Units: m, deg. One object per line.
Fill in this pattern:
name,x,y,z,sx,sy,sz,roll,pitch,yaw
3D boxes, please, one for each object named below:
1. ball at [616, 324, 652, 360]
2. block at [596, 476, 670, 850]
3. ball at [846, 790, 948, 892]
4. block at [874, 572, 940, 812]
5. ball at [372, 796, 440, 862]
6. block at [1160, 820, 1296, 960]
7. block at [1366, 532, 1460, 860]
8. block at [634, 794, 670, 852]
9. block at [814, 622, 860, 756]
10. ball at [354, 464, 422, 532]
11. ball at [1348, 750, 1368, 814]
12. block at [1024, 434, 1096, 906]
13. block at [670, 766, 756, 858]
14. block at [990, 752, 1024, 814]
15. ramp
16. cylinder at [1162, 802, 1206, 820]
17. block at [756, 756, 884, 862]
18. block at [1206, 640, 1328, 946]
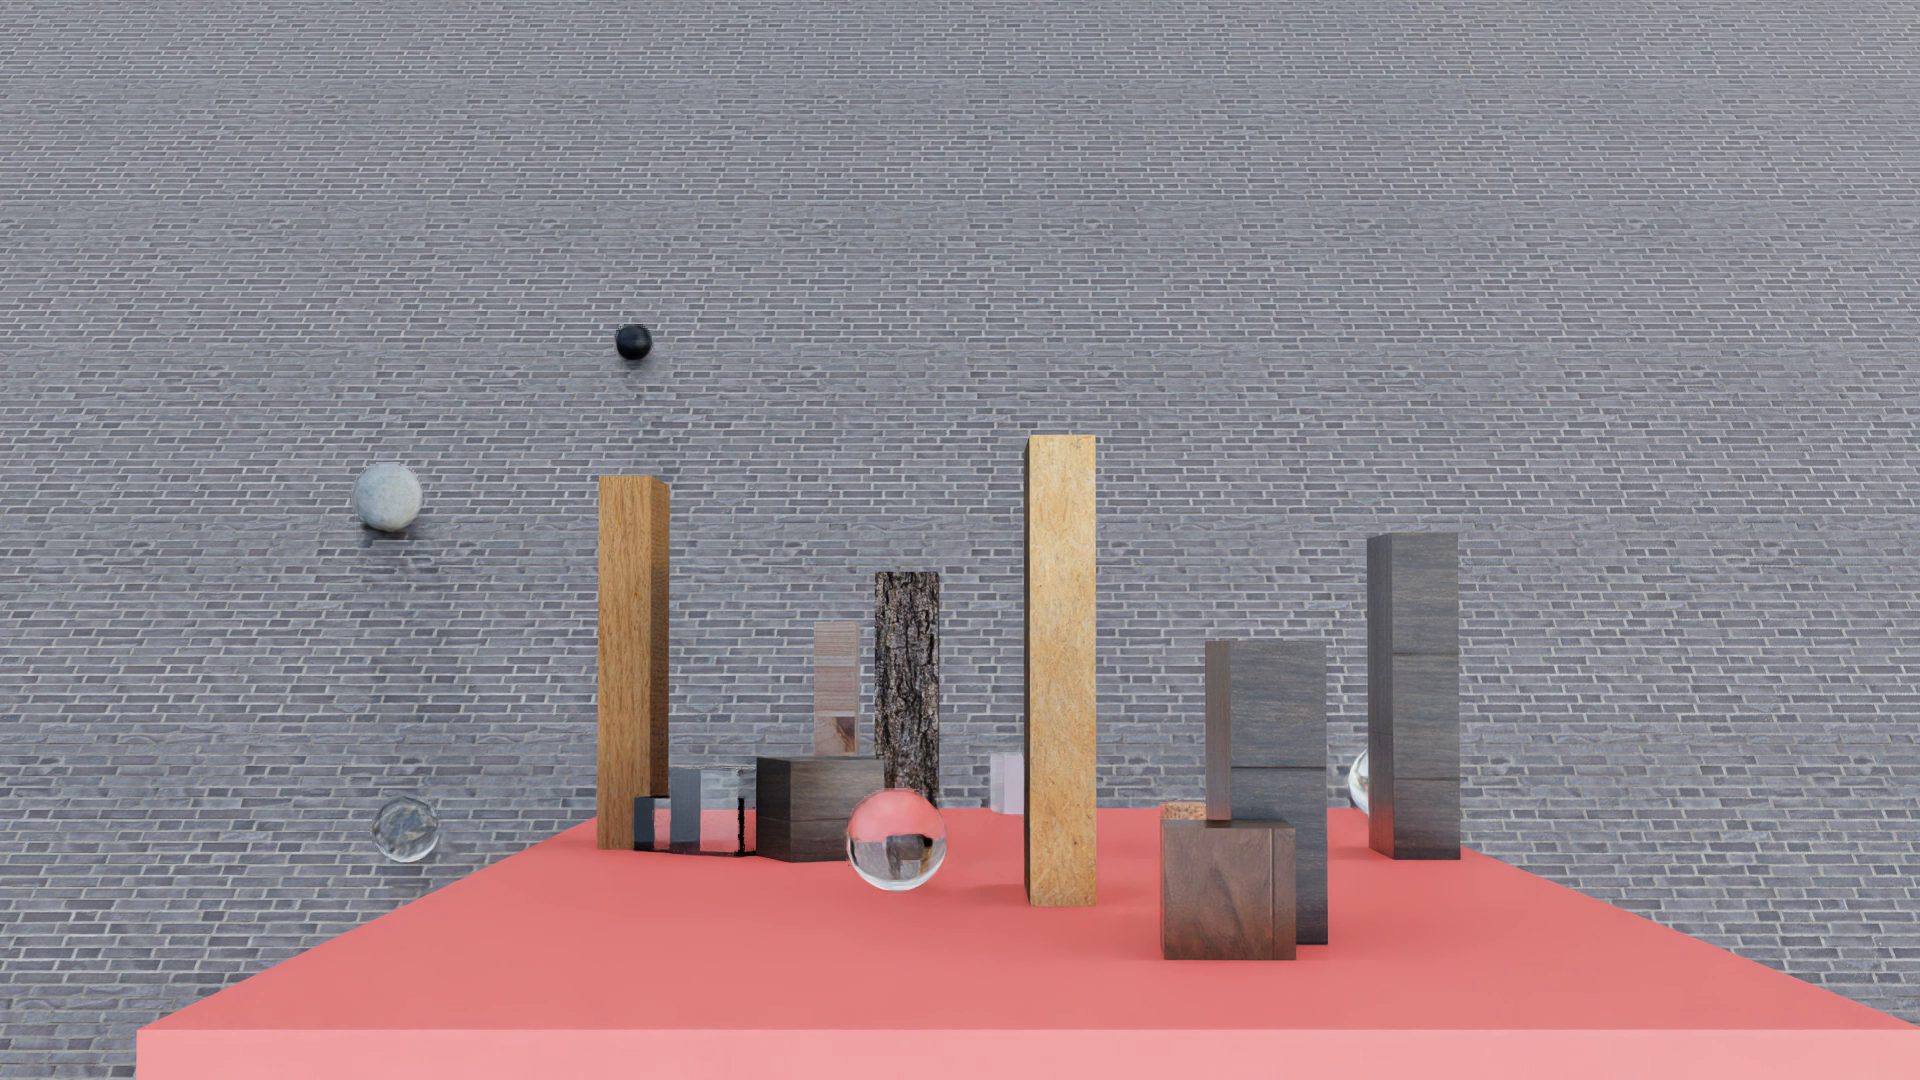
ball,-1.103,-0.667,8.796,0.121,0.121,0.121,0,36,0
block,-0.712,0.266,5.690,0.111,0.792,0.353,0,-2,0
ball,-0.111,0.526,4.559,0.178,0.178,0.178,0,36,0
block,-0.110,0.362,5.481,0.129,0.581,0.370,0,-2,0
ball,-1.453,0.760,6.825,0.172,0.172,0.172,0,36,0
block,0.373,0.488,3.643,0.180,0.180,0.180,0,-2,3
block,0.939,0.320,5.397,0.134,0.659,0.321,0,-2,0
block,-0.607,0.597,5.473,0.112,0.112,0.112,-2,-3,33
block,-0.291,0.438,6.176,0.095,0.487,0.303,0,-2,0
ball,-1.759,-0.131,7.997,0.209,0.209,0.209,0,36,0
ball,1.055,0.598,6.429,0.188,0.188,0.188,0,36,0
block,0.170,0.223,4.506,0.109,0.780,0.403,0,-2,0
block,-0.478,0.562,5.409,0.176,0.176,0.176,-2,-3,33
block,0.169,0.630,6.747,0.151,0.151,0.151,1,-2,-12
ramp,0.080,0.680,4.902,2.000,0.100,4.000,0,-2,0
cylinder,0.464,0.592,5.291,0.108,0.108,0.108,0,-2,0
block,-0.285,0.545,5.289,0.201,0.201,0.201,1,-3,-24
block,0.459,0.371,3.931,0.138,0.437,0.384,0,-2,0
